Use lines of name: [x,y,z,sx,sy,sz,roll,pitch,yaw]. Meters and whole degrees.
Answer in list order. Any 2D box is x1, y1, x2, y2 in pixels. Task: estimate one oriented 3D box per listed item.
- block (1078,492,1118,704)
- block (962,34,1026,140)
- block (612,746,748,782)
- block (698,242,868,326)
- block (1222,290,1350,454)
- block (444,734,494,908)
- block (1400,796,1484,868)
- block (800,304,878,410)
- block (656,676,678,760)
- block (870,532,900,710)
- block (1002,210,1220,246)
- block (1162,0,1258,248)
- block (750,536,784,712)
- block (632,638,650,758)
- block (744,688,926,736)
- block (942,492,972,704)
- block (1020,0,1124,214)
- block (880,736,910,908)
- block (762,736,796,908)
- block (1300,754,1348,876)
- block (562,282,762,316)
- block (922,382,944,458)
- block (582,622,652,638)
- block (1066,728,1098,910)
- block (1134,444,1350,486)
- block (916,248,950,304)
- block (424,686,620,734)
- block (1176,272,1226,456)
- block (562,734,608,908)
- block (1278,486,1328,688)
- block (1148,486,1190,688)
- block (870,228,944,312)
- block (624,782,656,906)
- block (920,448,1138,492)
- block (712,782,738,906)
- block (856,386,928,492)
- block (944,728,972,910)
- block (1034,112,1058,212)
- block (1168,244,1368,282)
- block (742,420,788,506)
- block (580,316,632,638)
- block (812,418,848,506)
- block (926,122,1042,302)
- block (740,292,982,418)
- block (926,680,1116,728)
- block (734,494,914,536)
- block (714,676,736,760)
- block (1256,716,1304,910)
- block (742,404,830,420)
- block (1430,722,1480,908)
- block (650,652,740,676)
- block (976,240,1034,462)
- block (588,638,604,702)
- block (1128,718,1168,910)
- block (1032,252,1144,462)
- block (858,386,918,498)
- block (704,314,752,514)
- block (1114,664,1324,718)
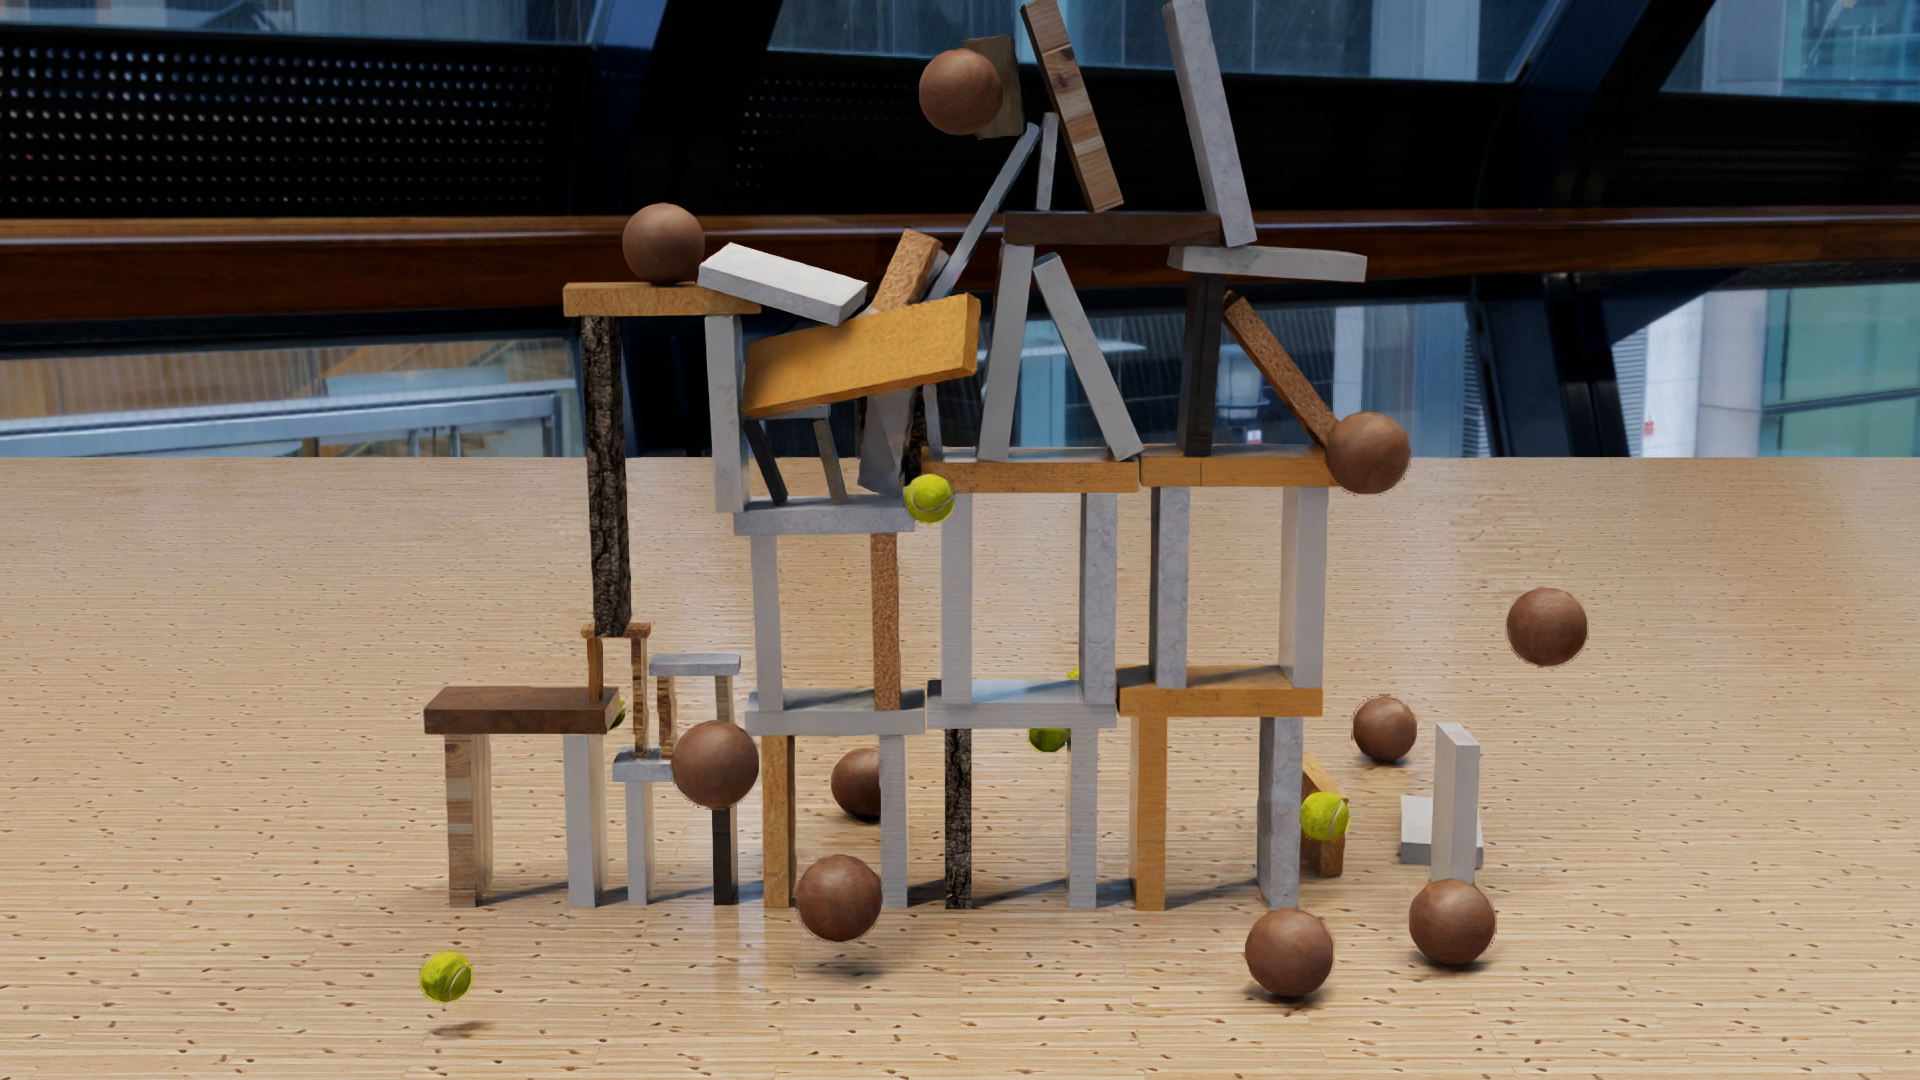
block: [0.223,0.079,3.573,0.049,0.343,0.171,0,11,0]
block: [0.054,-0.700,3.398,0.076,0.152,0.022,-4,20,15]
block: [-0.460,0.369,3.624,0.211,0.030,0.105,0,11,0]
block: [-0.276,-0.399,3.427,0.237,0.034,0.118,17,29,12]
block: [0.515,-0.272,3.539,0.041,0.287,0.144,-38,9,5]
block: [-0.813,0.445,3.647,0.042,0.293,0.147,1,11,0]
block: [0.860,0.521,3.936,0.138,0.039,0.276,2,11,11]
block: [-0.183,-0.296,3.451,0.229,0.067,0.019,-36,-38,15]
block: [-0.480,0.283,3.610,0.020,0.143,0.072,-2,11,0]
block: [-0.121,0.121,3.586,0.041,0.286,0.143,-1,10,-1]
block: [0.234,-0.494,3.468,0.330,0.047,0.165,0,11,-1]
block: [0.389,-0.654,3.438,0.047,0.382,0.167,-14,10,2]
block: [-0.313,0.122,3.581,0.041,0.286,0.143,-2,10,-4]
block: [-0.525,0.254,3.609,0.015,0.201,0.053,0,10,1]
block: [-0.203,0.282,3.617,0.291,0.041,0.145,0,10,0]
block: [-0.005,0.079,3.574,0.049,0.343,0.171,0,11,0]
block: [0.174,-0.679,3.434,0.047,0.333,0.166,-19,10,3]
block: [-0.108,0.446,3.647,0.041,0.291,0.145,-1,11,0]
block: [-0.300,0.446,3.647,0.041,0.291,0.145,0,10,1]
block: [0.626,0.480,3.876,0.039,0.138,0.276,2,10,-5]
block: [-0.473,-0.386,3.511,0.307,0.043,0.153,-2,10,-7]
block: [-0.045,-0.210,3.516,0.021,0.148,0.074,-5,10,1]
block: [-0.560,0.148,3.592,0.106,0.015,0.053,0,10,-1]
block: [0.201,0.440,3.642,0.043,0.305,0.153,0,11,0]
block: [0.449,-0.121,3.540,0.328,0.046,0.164,0,10,0]
block: [-0.059,-0.399,3.488,0.019,0.134,0.067,36,5,1]
block: [-0.717,0.280,3.618,0.293,0.042,0.147,0,11,0]
block: [0.383,-0.286,3.509,0.041,0.287,0.144,4,10,-1]
block: [-0.620,0.445,3.647,0.042,0.293,0.147,0,11,0]
block: [0.557,0.062,3.578,0.046,0.328,0.164,0,10,-1]
block: [0.339,0.062,3.575,0.046,0.328,0.164,0,10,0]
block: [-0.083,-0.410,3.399,0.067,0.134,0.019,25,1,39]
block: [-0.530,0.487,3.646,0.030,0.211,0.105,0,11,0]
block: [0.109,-0.113,3.538,0.343,0.049,0.171,0,11,0]
block: [-0.390,0.487,3.646,0.030,0.211,0.105,0,11,0]
block: [-0.106,-0.205,3.611,0.118,0.237,0.034,-10,19,-7]
block: [-0.003,0.440,3.642,0.043,0.305,0.153,0,11,0]
block: [0.135,-0.594,3.457,0.022,0.152,0.076,5,10,-1]
block: [0.484,-0.441,3.481,0.287,0.041,0.144,3,10,-5]
block: [-0.312,-0.128,3.538,0.019,0.137,0.068,-21,10,3]
block: [-0.568,-0.110,3.540,0.043,0.509,0.153,-1,10,-2]
block: [-0.209,-0.129,3.535,0.019,0.137,0.068,-13,9,3]
block: [0.027,-0.489,3.466,0.022,0.366,0.076,30,1,1]
block: [-0.157,-0.280,3.374,0.431,0.118,0.034,-8,-21,35]
block: [0.099,0.269,3.610,0.305,0.043,0.153,0,11,0]
block: [-0.217,-0.041,3.554,0.286,0.041,0.143,-1,10,-2]
block: [-0.385,0.283,3.610,0.020,0.143,0.072,-2,11,0]
block: [0.528,0.430,3.638,0.046,0.326,0.163,0,10,0]
block: [-0.278,-0.207,3.534,0.137,0.019,0.068,-1,8,0]
block: [0.819,0.454,3.643,0.039,0.276,0.138,0,11,-1]
block: [-0.431,0.204,3.590,0.143,0.020,0.072,-1,11,-3]
block: [0.070,-0.304,3.502,0.047,0.336,0.165,7,10,-2]
block: [-0.597,0.207,3.602,0.015,0.106,0.053,0,10,0]
block: [0.310,0.430,3.638,0.046,0.326,0.163,0,11,0]
block: [0.199,-0.294,3.501,0.047,0.330,0.165,-24,10,3]
block: [-0.116,-0.184,3.544,0.074,0.230,0.021,19,28,21]
block: [-0.368,-0.206,3.501,0.043,0.307,0.153,-2,10,0]
block: [0.419,0.247,3.606,0.326,0.046,0.163,0,10,0]
